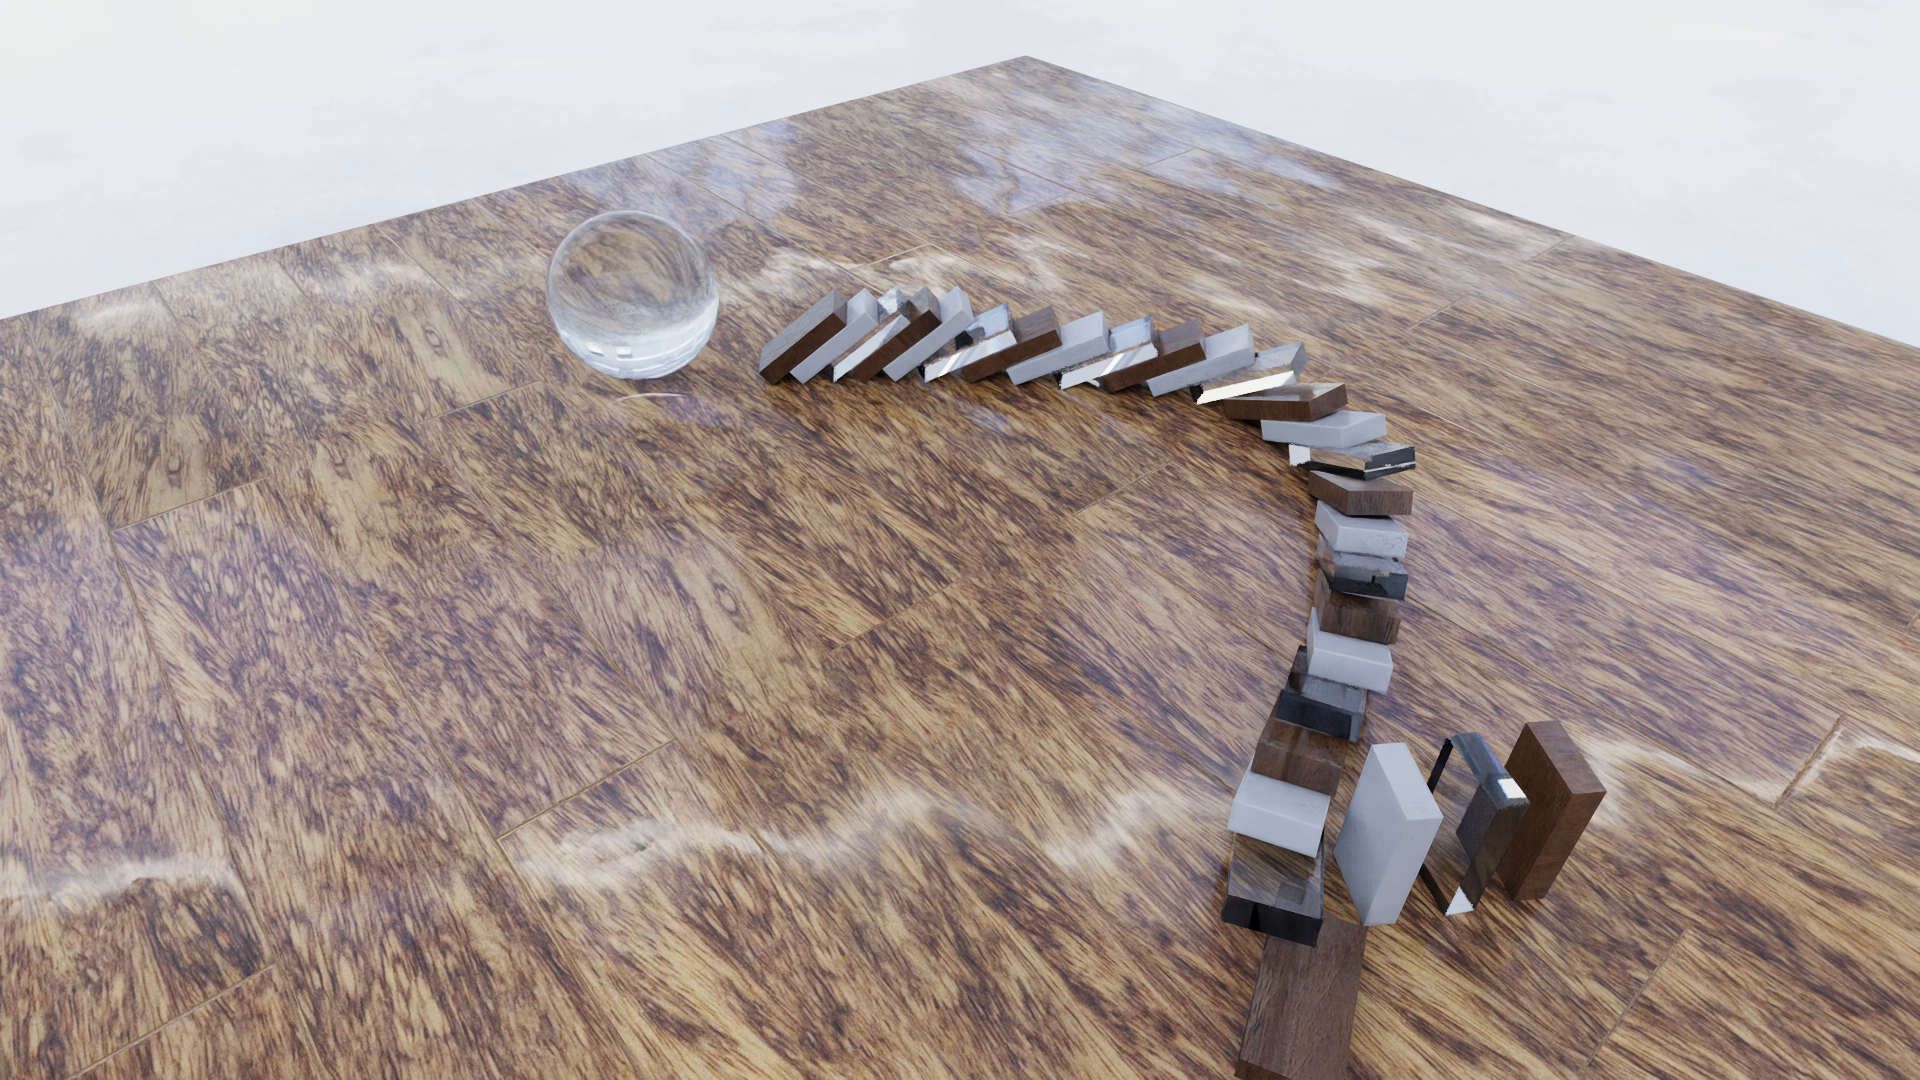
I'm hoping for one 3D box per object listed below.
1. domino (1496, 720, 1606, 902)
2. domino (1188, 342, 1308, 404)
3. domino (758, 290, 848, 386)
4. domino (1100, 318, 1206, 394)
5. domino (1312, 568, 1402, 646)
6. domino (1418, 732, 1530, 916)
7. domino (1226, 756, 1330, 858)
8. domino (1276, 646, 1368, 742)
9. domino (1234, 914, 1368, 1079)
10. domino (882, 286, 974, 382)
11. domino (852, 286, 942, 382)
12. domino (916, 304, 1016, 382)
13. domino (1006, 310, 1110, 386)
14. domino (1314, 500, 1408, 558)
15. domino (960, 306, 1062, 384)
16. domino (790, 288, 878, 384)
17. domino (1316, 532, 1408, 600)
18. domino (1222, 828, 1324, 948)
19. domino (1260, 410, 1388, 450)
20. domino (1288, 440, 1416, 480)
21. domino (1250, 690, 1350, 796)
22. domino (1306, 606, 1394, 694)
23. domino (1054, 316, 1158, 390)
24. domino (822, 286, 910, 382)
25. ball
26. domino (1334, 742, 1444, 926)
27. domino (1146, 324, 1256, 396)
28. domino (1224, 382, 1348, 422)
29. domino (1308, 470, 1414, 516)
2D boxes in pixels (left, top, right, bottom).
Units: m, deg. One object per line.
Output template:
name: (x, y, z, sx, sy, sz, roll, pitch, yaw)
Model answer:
domino: (0.165, 0.078, 0.316, 0.009, 0.050, 0.025, -4, 39, -4)
domino: (0.137, -0.079, 0.521, 0.050, 0.010, 0.025, -10, 27, 36)
domino: (-0.077, -0.100, 0.542, 0.050, 0.010, 0.025, -34, 34, 21)
domino: (0.094, -0.090, 0.535, 0.050, 0.009, 0.025, -17, 33, 22)
domino: (0.143, 0.023, 0.399, 0.025, 0.010, 0.050, 11, 16, 13)
domino: (0.142, 0.081, 0.313, 0.009, 0.050, 0.025, -7, 40, -9)
domino: (0.099, 0.077, 0.333, 0.025, 0.010, 0.050, 14, 17, 21)
domino: (0.122, 0.050, 0.367, 0.025, 0.009, 0.050, 16, 18, 19)
domino: (0.092, 0.123, 0.294, 0.025, 0.009, 0.050, 15, 42, 18)
domino: (-0.017, -0.102, 0.545, 0.050, 0.009, 0.025, -34, 35, 19)
domino: (-0.032, -0.102, 0.545, 0.050, 0.009, 0.025, -34, 35, 20)
domino: (0.003, -0.098, 0.547, 0.050, 0.009, 0.025, -21, 37, 15)
domino: (0.048, -0.095, 0.543, 0.050, 0.010, 0.025, -17, 35, 19)
domino: (0.157, -0.005, 0.433, 0.025, 0.010, 0.050, 6, 14, 8)
domino: (0.025, -0.097, 0.546, 0.050, 0.009, 0.025, -20, 37, 15)
domino: (-0.062, -0.101, 0.543, 0.050, 0.009, 0.025, -34, 34, 22)
domino: (0.151, 0.009, 0.416, 0.025, 0.009, 0.050, 8, 15, 10)
domino: (0.091, 0.094, 0.318, 0.025, 0.009, 0.050, 12, 24, 14)
domino: (0.160, -0.050, 0.488, 0.025, 0.010, 0.050, -18, 17, -22)
domino: (0.167, -0.036, 0.470, 0.025, 0.010, 0.050, -13, 15, -17)
domino: (0.110, 0.063, 0.350, 0.025, 0.009, 0.050, 15, 17, 21)
domino: (0.134, 0.037, 0.382, 0.025, 0.010, 0.050, 13, 16, 14)
domino: (0.071, -0.092, 0.539, 0.050, 0.010, 0.025, -17, 34, 22)
domino: (-0.047, -0.102, 0.545, 0.050, 0.010, 0.025, -34, 35, 21)
ball: (-0.157, -0.118, 0.531, 0.080, 0.080, 0.080, 0, 39, 0)
domino: (0.119, 0.083, 0.310, 0.009, 0.050, 0.025, -3, 39, -4)
domino: (0.116, -0.087, 0.531, 0.050, 0.010, 0.025, -16, 31, 24)
domino: (0.149, -0.064, 0.505, 0.025, 0.010, 0.050, -26, 20, -28)
domino: (0.163, -0.020, 0.451, 0.025, 0.010, 0.050, 0, 13, 0)
